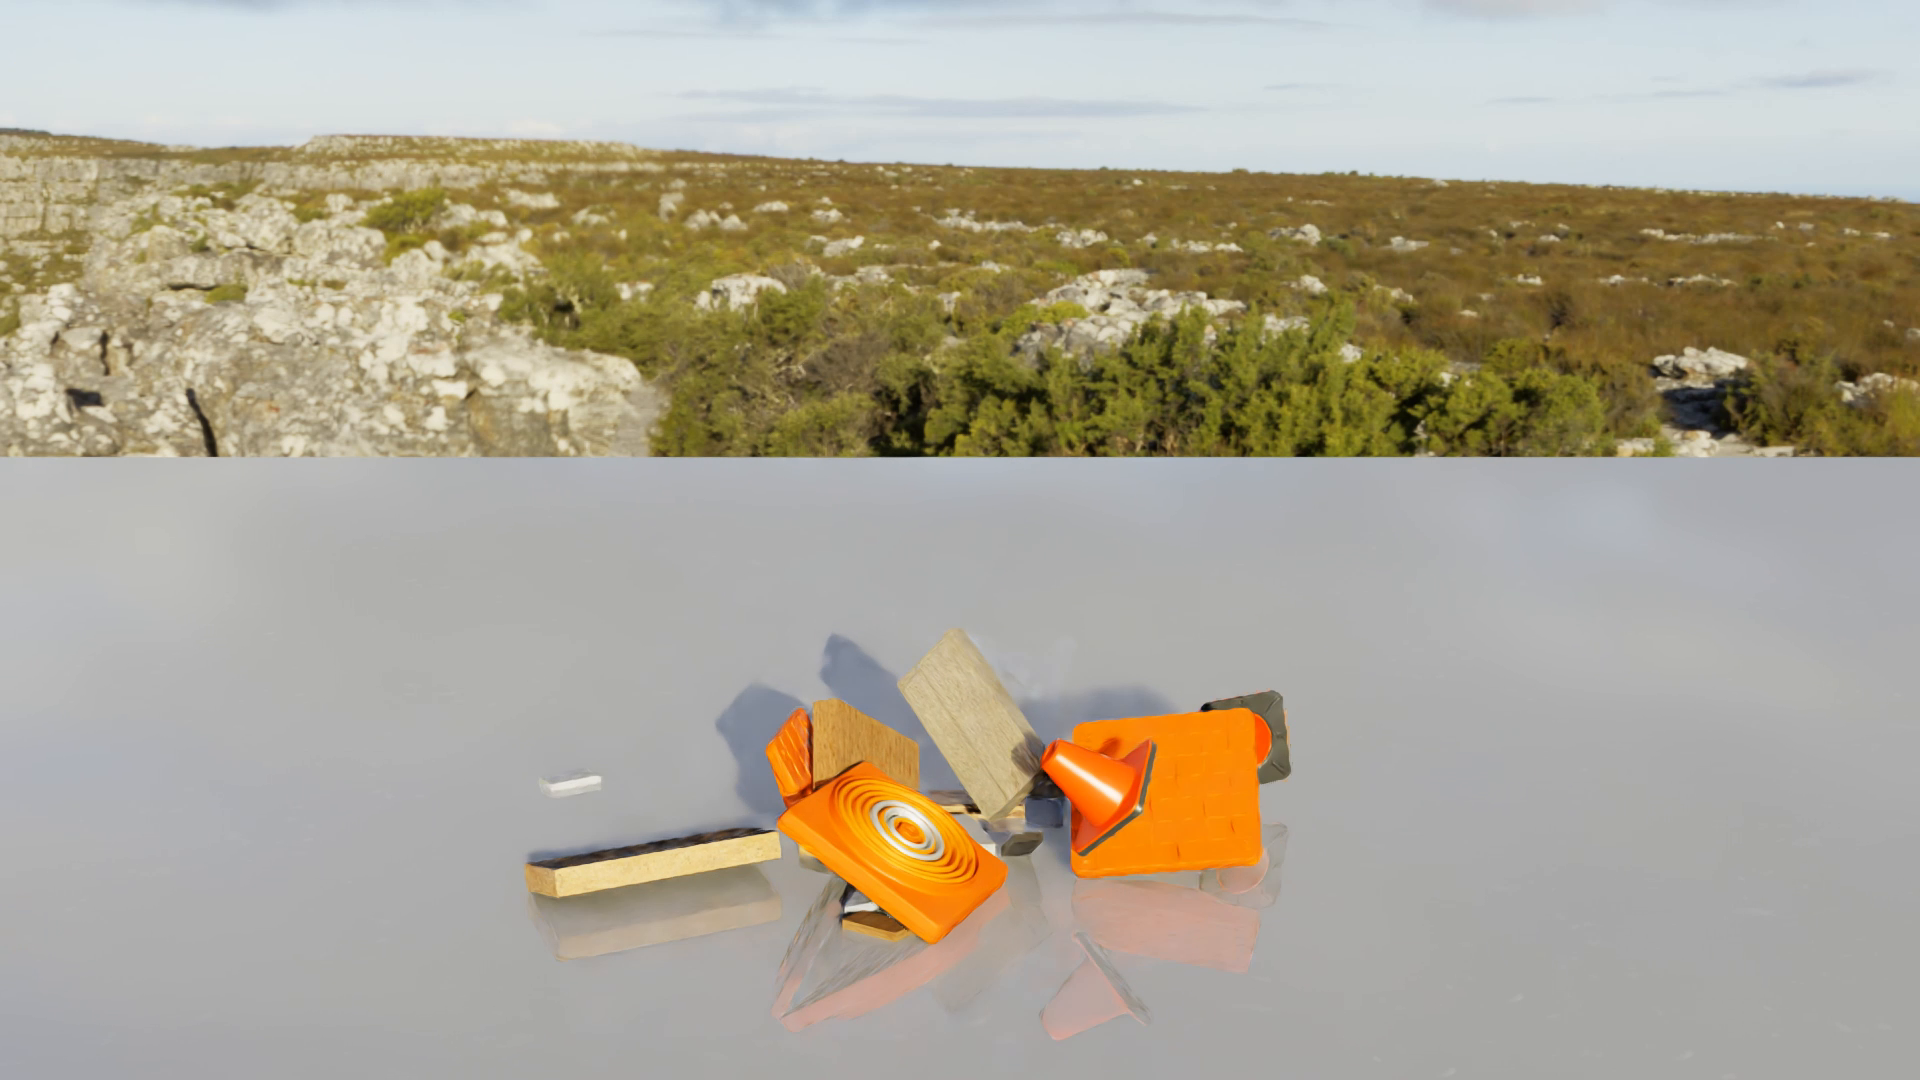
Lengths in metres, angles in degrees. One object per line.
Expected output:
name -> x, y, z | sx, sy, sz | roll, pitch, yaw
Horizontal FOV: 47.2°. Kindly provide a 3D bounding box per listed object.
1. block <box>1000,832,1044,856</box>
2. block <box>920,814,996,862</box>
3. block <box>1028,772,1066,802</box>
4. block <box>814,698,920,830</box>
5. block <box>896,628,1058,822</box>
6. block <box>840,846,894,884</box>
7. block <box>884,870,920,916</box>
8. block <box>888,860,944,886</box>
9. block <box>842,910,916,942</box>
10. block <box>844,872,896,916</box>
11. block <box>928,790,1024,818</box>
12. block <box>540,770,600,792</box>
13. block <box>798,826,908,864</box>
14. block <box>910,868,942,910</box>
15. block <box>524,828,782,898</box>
block -> 0.107, 0.528, 3.817 | 0.052, 0.015, 0.103 | -3, -21, -13
block -> -0.005, 0.530, 3.922 | 0.090, 0.025, 0.179 | -3, 11, -16
block -> 0.152, 0.465, 4.194 | 0.103, 0.052, 0.015 | 5, 5, 27
block -> -0.162, 0.400, 3.887 | 0.045, 0.158, 0.315 | -11, -24, 24
block -> 0.028, 0.331, 3.951 | 0.045, 0.158, 0.315 | 5, 44, -55
block -> -0.158, 0.557, 3.724 | 0.054, 0.015, 0.109 | -42, 25, -15
block -> -0.099, 0.579, 3.610 | 0.053, 0.015, 0.106 | -22, 18, 0
block -> -0.086, 0.570, 3.736 | 0.109, 0.015, 0.054 | 10, 15, 43
block -> -0.129, 0.614, 3.499 | 0.106, 0.015, 0.053 | 7, 13, 34
block -> -0.147, 0.579, 3.600 | 0.053, 0.015, 0.106 | -14, 14, 21
block -> 0.030, 0.495, 4.113 | 0.179, 0.025, 0.090 | 0, 11, 2
block -> -0.760, 0.468, 4.285 | 0.103, 0.015, 0.052 | -7, 13, -35
block -> -0.187, 0.543, 3.854 | 0.179, 0.025, 0.090 | 8, 13, 38
block -> -0.076, 0.577, 3.641 | 0.054, 0.015, 0.109 | -26, 19, -17
block -> -0.517, 0.542, 3.713 | 0.398, 0.045, 0.158 | -6, -1, -29
